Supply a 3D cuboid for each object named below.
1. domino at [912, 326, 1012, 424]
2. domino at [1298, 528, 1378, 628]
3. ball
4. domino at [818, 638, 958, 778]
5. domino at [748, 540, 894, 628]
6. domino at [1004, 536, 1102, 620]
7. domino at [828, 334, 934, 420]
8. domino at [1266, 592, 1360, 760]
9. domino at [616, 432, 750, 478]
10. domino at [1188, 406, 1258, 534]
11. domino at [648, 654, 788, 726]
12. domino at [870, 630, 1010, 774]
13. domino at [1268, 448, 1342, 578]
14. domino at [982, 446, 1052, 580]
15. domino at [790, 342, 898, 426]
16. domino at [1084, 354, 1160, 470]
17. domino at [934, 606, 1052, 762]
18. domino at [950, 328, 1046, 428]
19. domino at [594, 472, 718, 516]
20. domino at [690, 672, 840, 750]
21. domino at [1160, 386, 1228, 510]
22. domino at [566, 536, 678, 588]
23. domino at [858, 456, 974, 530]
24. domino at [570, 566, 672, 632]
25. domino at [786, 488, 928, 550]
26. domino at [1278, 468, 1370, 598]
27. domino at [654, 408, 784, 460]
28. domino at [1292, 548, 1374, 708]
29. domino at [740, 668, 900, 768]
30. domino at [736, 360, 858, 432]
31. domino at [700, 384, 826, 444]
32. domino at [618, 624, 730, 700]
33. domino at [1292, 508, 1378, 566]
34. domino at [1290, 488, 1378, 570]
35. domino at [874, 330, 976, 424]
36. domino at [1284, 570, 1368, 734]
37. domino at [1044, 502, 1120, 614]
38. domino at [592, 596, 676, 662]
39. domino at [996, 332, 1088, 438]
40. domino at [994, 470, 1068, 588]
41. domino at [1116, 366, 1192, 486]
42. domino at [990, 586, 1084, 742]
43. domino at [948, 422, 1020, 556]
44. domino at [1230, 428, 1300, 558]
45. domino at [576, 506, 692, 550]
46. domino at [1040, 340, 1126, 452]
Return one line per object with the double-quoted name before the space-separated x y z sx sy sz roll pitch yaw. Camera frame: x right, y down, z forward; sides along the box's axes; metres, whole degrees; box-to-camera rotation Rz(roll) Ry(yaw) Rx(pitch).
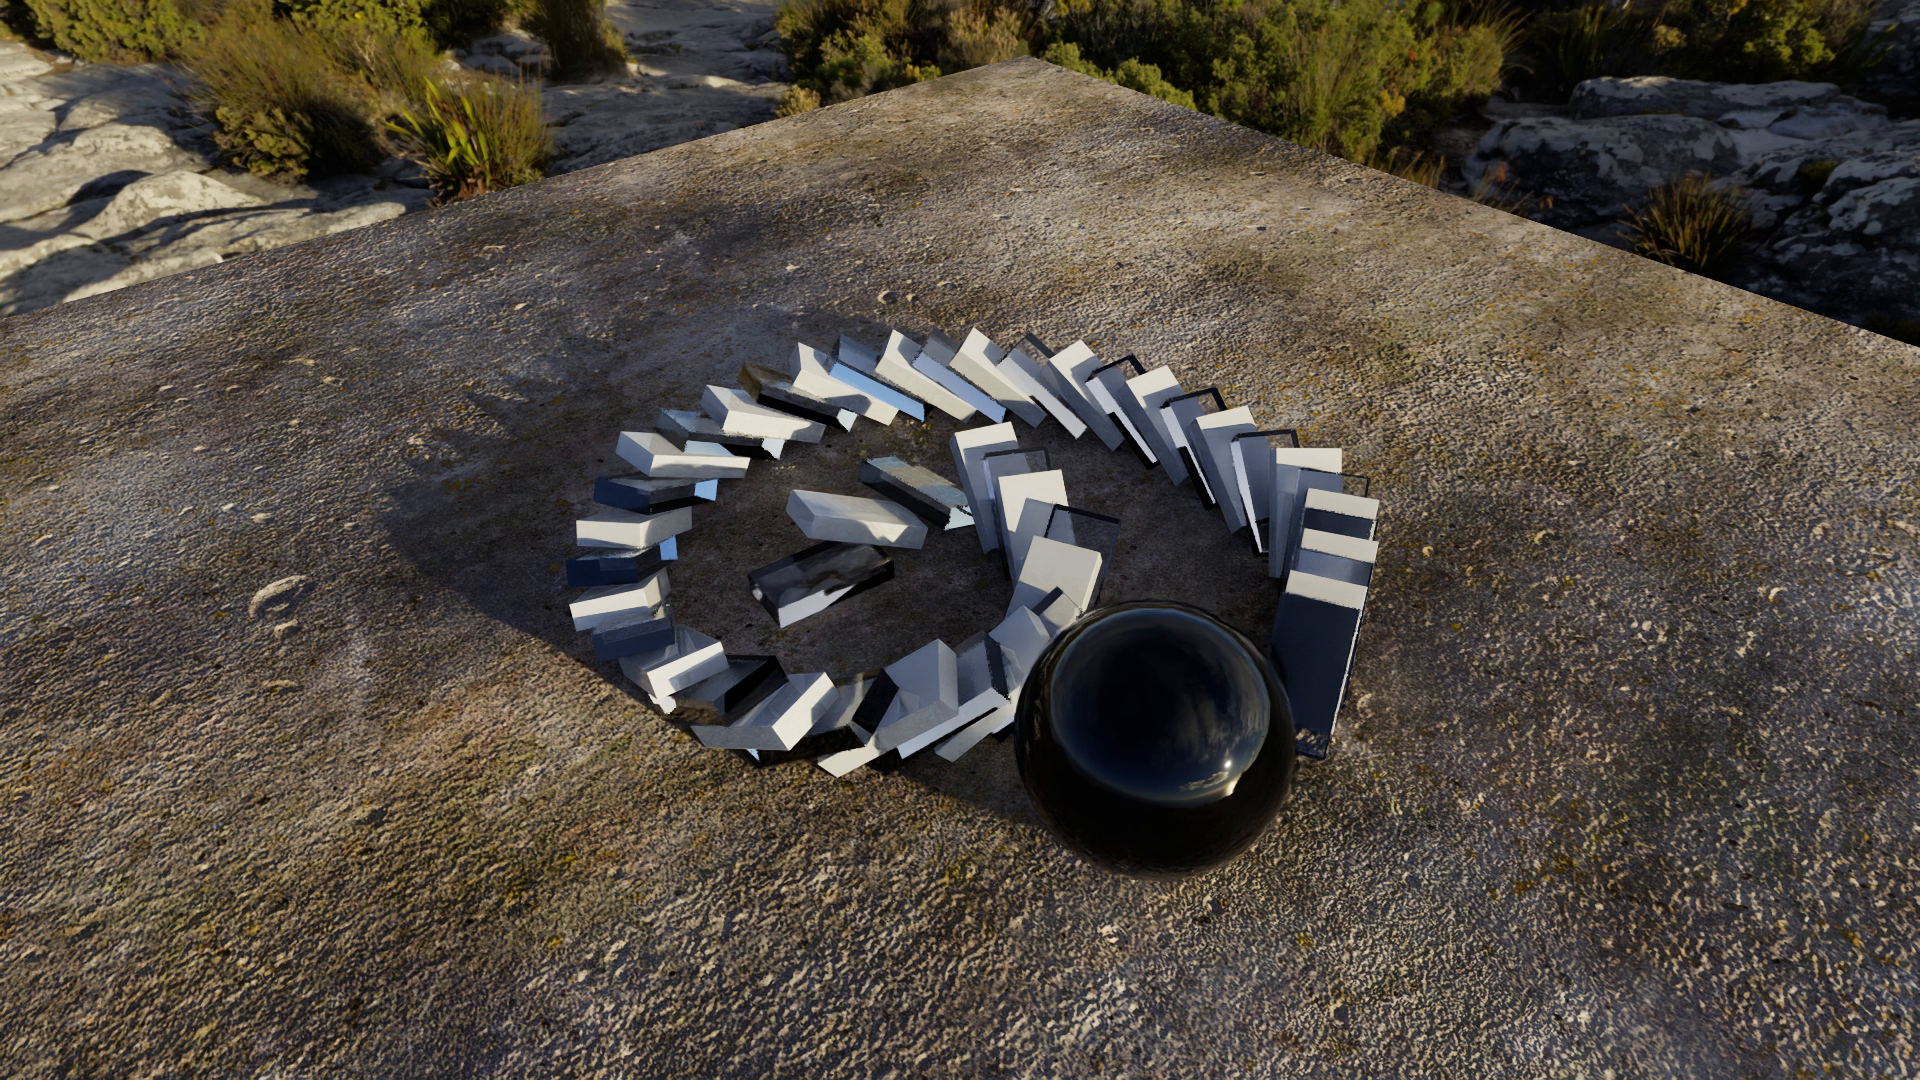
"domino" 0.003 -0.077 0.517 0.050 0.009 0.025 33 37 -12
"domino" 0.129 0.023 0.388 0.025 0.050 0.010 12 2 14
"ball" 0.056 0.057 0.318 0.080 0.080 0.080 0 39 0
"domino" -0.023 0.054 0.354 0.050 0.010 0.025 -31 36 23
"domino" -0.054 0.014 0.427 0.050 0.009 0.025 -24 45 -26
"domino" 0.031 0.026 0.393 0.025 0.009 0.050 15 73 18
"domino" -0.036 -0.076 0.516 0.050 0.010 0.025 24 32 -20
"domino" 0.112 0.044 0.362 0.025 0.050 0.009 13 2 16
"domino" -0.118 -0.036 0.470 0.025 0.009 0.050 32 21 33
"domino" 0.117 -0.030 0.459 0.025 0.010 0.050 -14 74 -17
"domino" -0.080 0.049 0.363 0.025 0.009 0.050 -37 18 -34
"domino" -0.008 0.053 0.356 0.050 0.010 0.025 -34 36 20
"domino" 0.134 -0.010 0.428 0.025 0.050 0.010 1 0 1
"domino" 0.026 -0.011 0.435 0.025 0.009 0.050 -8 76 -11
"domino" -0.054 -0.073 0.513 0.050 0.009 0.025 20 32 -26
"domino" 0.081 -0.058 0.496 0.025 0.009 0.050 -26 76 -29
"domino" 0.009 0.047 0.362 0.050 0.009 0.025 -41 44 13
"domino" 0.021 -0.076 0.515 0.050 0.010 0.025 35 37 -8
"domino" -0.124 -0.021 0.451 0.025 0.009 0.050 14 13 16
"domino" -0.063 0.055 0.354 0.050 0.010 0.025 -10 28 47
"domino" 0.108 -0.040 0.472 0.025 0.009 0.050 -16 73 -18
"domino" -0.126 0.008 0.414 0.025 0.010 0.050 -4 9 2
"domino" -0.016 -0.021 0.461 0.050 0.010 0.025 30 25 31
"domino" -0.121 0.021 0.397 0.025 0.009 0.050 -12 8 -5
"domino" -0.041 -0.008 0.435 0.050 0.010 0.025 6 22 -33
"domino" 0.138 0.000 0.417 0.025 0.050 0.010 9 0 11
"domino" -0.105 -0.046 0.482 0.050 0.009 0.025 0 27 -48
"domino" 0.124 0.030 0.379 0.025 0.050 0.010 11 2 14
"domino" -0.045 0.057 0.352 0.050 0.009 0.025 -18 27 36
"domino" -0.074 -0.065 0.502 0.050 0.010 0.025 14 23 -39
"domino" -0.088 -0.056 0.495 0.050 0.010 0.025 4 29 -41
"domino" -0.099 0.041 0.375 0.025 0.009 0.050 -23 14 -26
"domino" 0.133 0.015 0.397 0.025 0.050 0.009 11 1 13
"domino" 0.136 0.008 0.406 0.025 0.050 0.009 11 1 13
"domino" -0.014 -0.077 0.518 0.050 0.010 0.025 29 38 -14
"domino" 0.118 0.037 0.370 0.025 0.050 0.010 13 2 15
"domino" 0.040 0.014 0.406 0.025 0.009 0.050 15 73 13
"domino" -0.114 0.030 0.386 0.025 0.009 0.050 -13 9 -13
"domino" 0.043 -0.072 0.512 0.050 0.009 0.025 42 47 0
"domino" 0.030 -0.001 0.422 0.025 0.009 0.050 -7 76 -9
"domino" 0.093 -0.051 0.485 0.025 0.010 0.050 -24 77 -28
"domino" 0.024 0.042 0.373 0.050 0.009 0.025 -43 48 1
"domino" 0.015 -0.021 0.446 0.025 0.010 0.050 -13 78 -19
"domino" 0.128 -0.019 0.446 0.025 0.009 0.050 -5 74 -7
"domino" -0.127 -0.006 0.431 0.025 0.010 0.050 3 10 8
"domino" 0.063 -0.067 0.506 0.050 0.010 0.025 48 52 7
